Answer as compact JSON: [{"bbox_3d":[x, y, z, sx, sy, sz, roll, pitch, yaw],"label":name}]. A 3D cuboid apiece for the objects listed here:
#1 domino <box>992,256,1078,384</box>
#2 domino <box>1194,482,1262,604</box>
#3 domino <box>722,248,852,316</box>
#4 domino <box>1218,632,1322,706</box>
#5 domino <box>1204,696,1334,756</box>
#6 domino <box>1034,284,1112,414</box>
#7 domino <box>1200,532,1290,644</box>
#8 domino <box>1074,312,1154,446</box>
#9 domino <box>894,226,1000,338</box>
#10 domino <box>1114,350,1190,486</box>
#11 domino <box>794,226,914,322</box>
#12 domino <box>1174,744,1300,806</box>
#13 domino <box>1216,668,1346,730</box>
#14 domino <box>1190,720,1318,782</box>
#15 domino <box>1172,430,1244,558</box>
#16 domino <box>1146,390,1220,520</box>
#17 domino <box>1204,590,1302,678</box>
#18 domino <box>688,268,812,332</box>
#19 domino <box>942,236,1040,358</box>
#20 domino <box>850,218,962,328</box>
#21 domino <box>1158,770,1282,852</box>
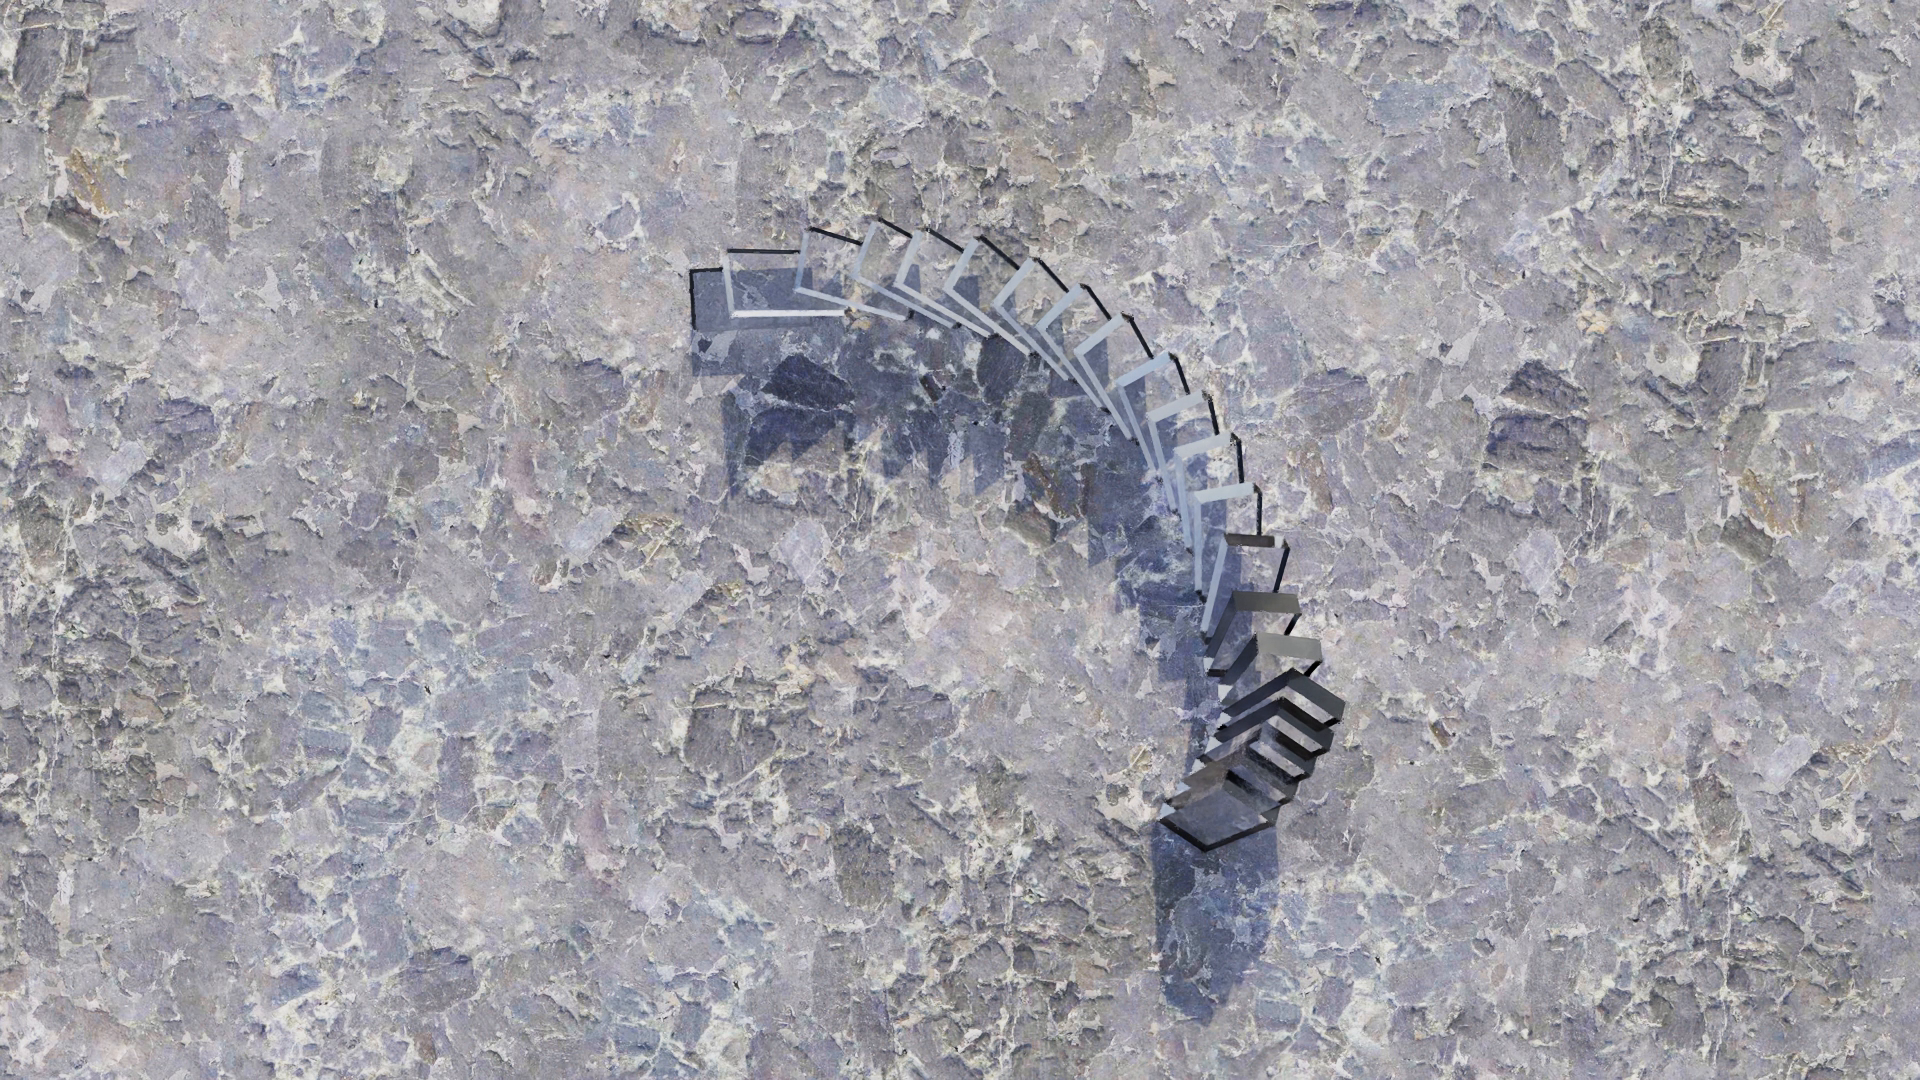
[{"bbox_3d":[0.039,-0.091,0.383,0.050,0.010,0.025,39,89,-30],"label":"domino"},{"bbox_3d":[0.112,0.002,0.383,0.025,0.009,0.050,-10,122,0],"label":"domino"},{"bbox_3d":[-0.072,-0.107,0.382,0.050,0.010,0.025,-8,92,-27],"label":"domino"},{"bbox_3d":[0.126,0.055,0.377,0.025,0.050,0.010,7,57,0],"label":"domino"},{"bbox_3d":[0.126,0.084,0.377,0.025,0.050,0.009,35,54,-1],"label":"domino"},{"bbox_3d":[0.056,-0.079,0.383,0.025,0.010,0.050,-44,120,0],"label":"domino"},{"bbox_3d":[0.118,0.022,0.383,0.025,0.010,0.050,3,122,0],"label":"domino"},{"bbox_3d":[0.071,-0.067,0.383,0.025,0.010,0.050,-39,120,-1],"label":"domino"},{"bbox_3d":[0.000,-0.106,0.382,0.050,0.010,0.025,22,90,-31],"label":"domino"},{"bbox_3d":[0.086,-0.050,0.384,0.025,0.010,0.050,-29,120,0],"label":"domino"},{"bbox_3d":[-0.042,-0.111,0.385,0.050,0.010,0.025,10,90,-26],"label":"domino"},{"bbox_3d":[0.113,0.103,0.377,0.025,0.050,0.010,34,54,0],"label":"domino"},{"bbox_3d":[0.131,0.072,0.377,0.025,0.050,0.010,33,54,0],"label":"domino"},{"bbox_3d":[0.119,0.093,0.377,0.025,0.050,0.009,34,54,0],"label":"domino"},{"bbox_3d":[0.105,-0.018,0.382,0.025,0.010,0.050,-17,122,-2],"label":"domino"},{"bbox_3d":[0.096,-0.035,0.382,0.025,0.009,0.050,-24,123,-1],"label":"domino"},{"bbox_3d":[0.119,0.040,0.378,0.025,0.050,0.009,3,51,0],"label":"domino"},{"bbox_3d":[-0.090,-0.104,0.395,0.050,0.010,0.025,-3,90,0],"label":"domino"},{"bbox_3d":[0.019,-0.101,0.383,0.050,0.010,0.025,31,88,-31],"label":"domino"},{"bbox_3d":[-0.018,-0.111,0.385,0.050,0.009,0.025,21,90,-27],"label":"domino"},{"bbox_3d":[0.105,0.112,0.377,0.025,0.050,0.009,34,54,0],"label":"domino"}]
